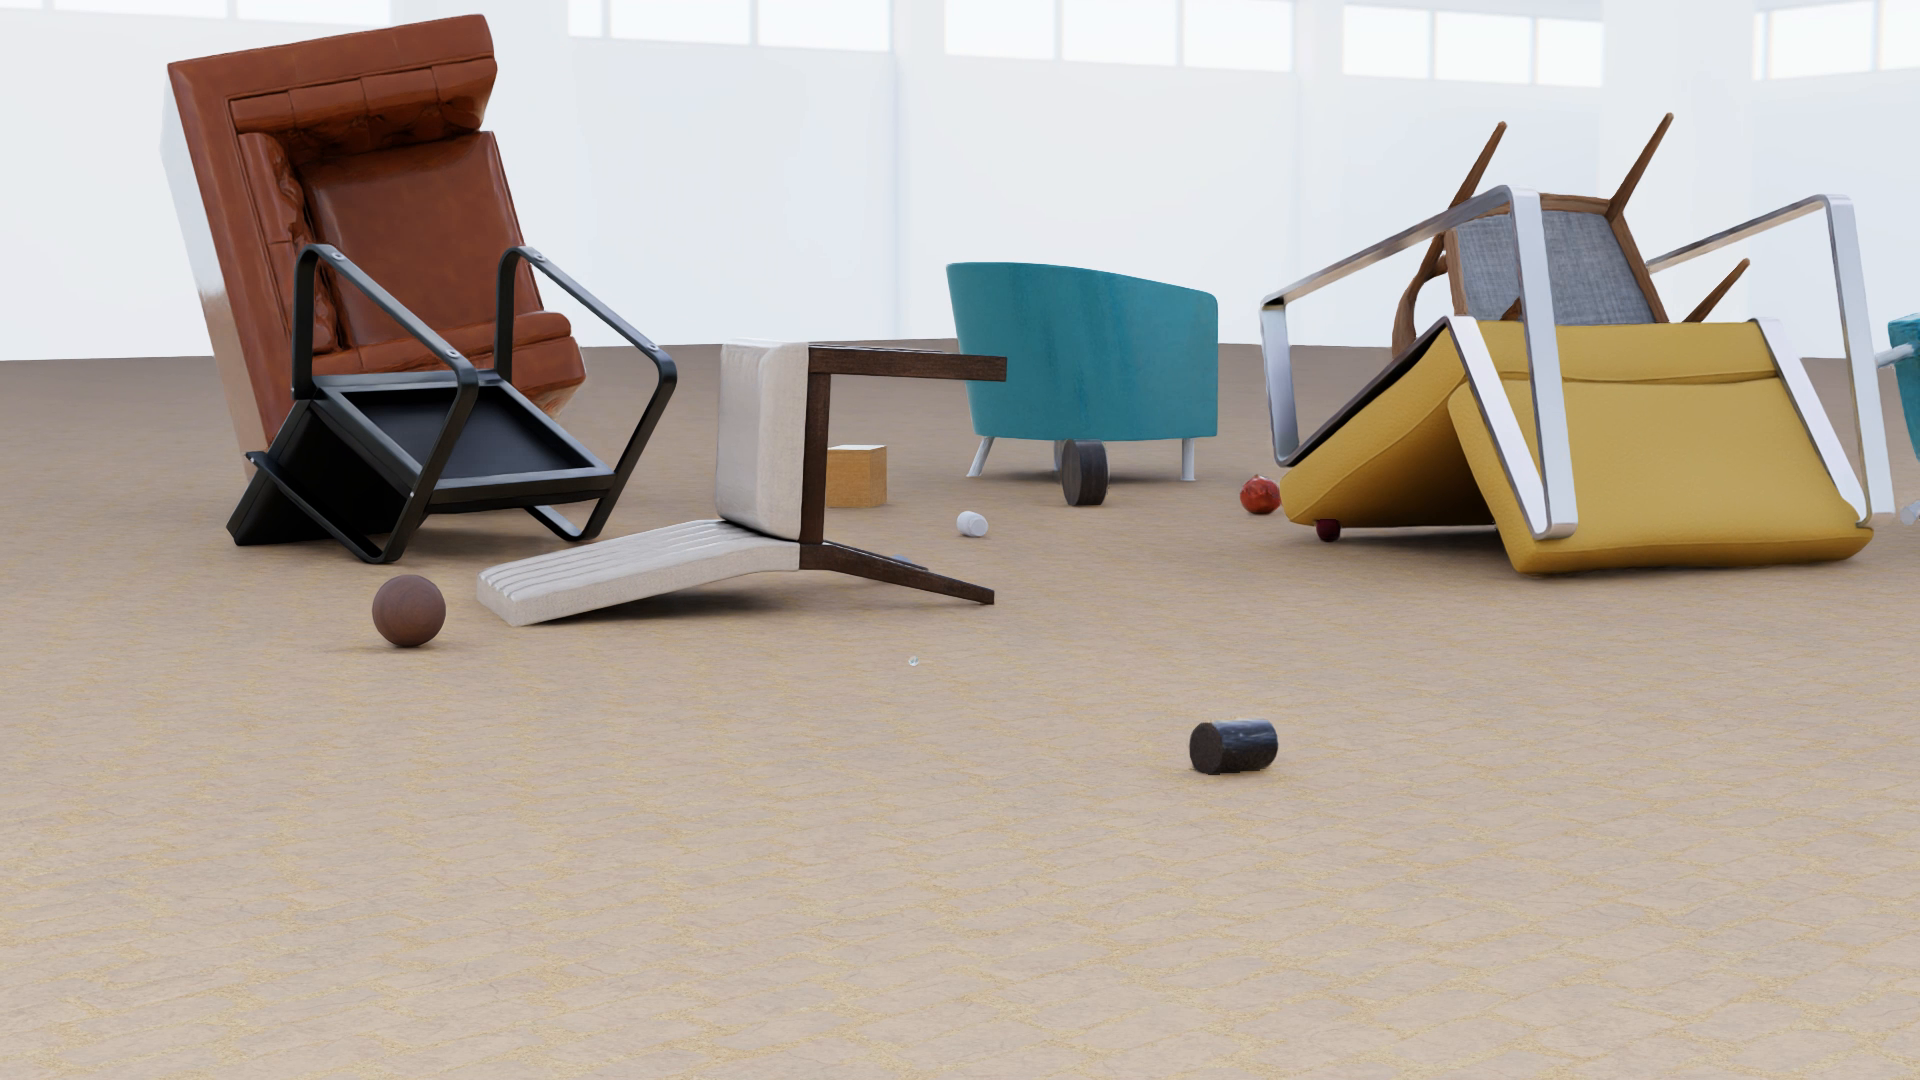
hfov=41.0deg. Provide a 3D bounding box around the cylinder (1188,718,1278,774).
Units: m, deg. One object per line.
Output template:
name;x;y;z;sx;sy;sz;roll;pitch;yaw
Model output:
cylinder;0.364;0.273;3.415;0.085;0.067;0.089;-3;-12;-25

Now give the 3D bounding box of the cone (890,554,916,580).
cone;-0.136;0.071;5.600;0.064;0.050;0.057;33;40;3

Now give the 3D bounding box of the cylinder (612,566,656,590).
cylinder;-0.685;0.082;5.391;0.080;0.047;0.068;-2;2;-22

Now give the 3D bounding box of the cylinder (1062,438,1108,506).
cylinder;0.357;-0.196;7.368;0.081;0.194;0.161;-2;3;-18

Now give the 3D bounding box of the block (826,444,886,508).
block;-0.299;-0.185;7.405;0.131;0.165;0.183;1;6;14
